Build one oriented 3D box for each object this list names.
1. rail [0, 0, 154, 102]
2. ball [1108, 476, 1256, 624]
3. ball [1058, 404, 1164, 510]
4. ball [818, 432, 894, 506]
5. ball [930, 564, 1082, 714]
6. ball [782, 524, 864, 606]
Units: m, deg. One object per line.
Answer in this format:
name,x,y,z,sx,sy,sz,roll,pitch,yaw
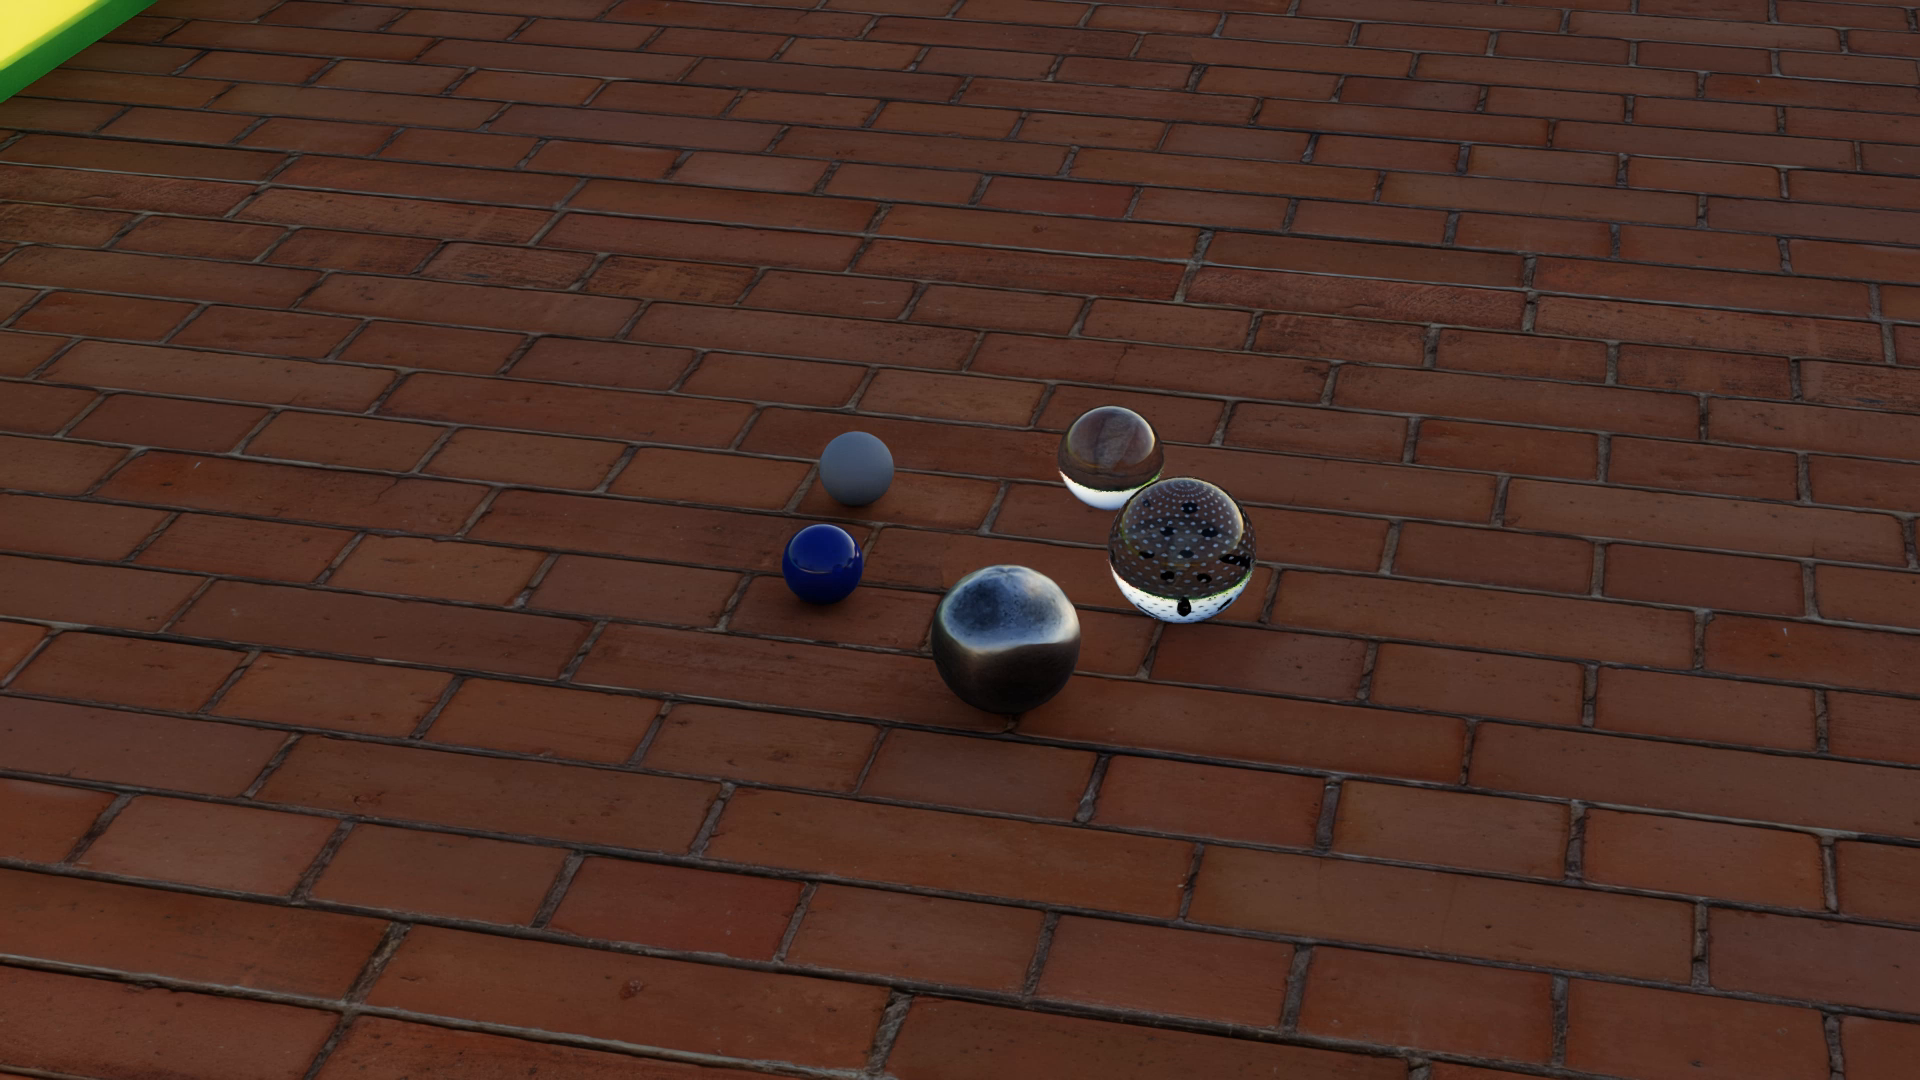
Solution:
rail,-0.764,-0.505,2.650,0.045,0.112,3.378,6,28,11
ball,0.129,0.006,1.713,0.086,0.086,0.086,0,28,0
ball,0.095,-0.051,1.842,0.066,0.066,0.066,0,28,0
ball,-0.065,-0.045,1.850,0.047,0.047,0.047,0,28,0
ball,0.025,0.055,1.623,0.083,0.083,0.083,0,28,0
ball,-0.081,0.014,1.737,0.048,0.048,0.048,0,28,0
